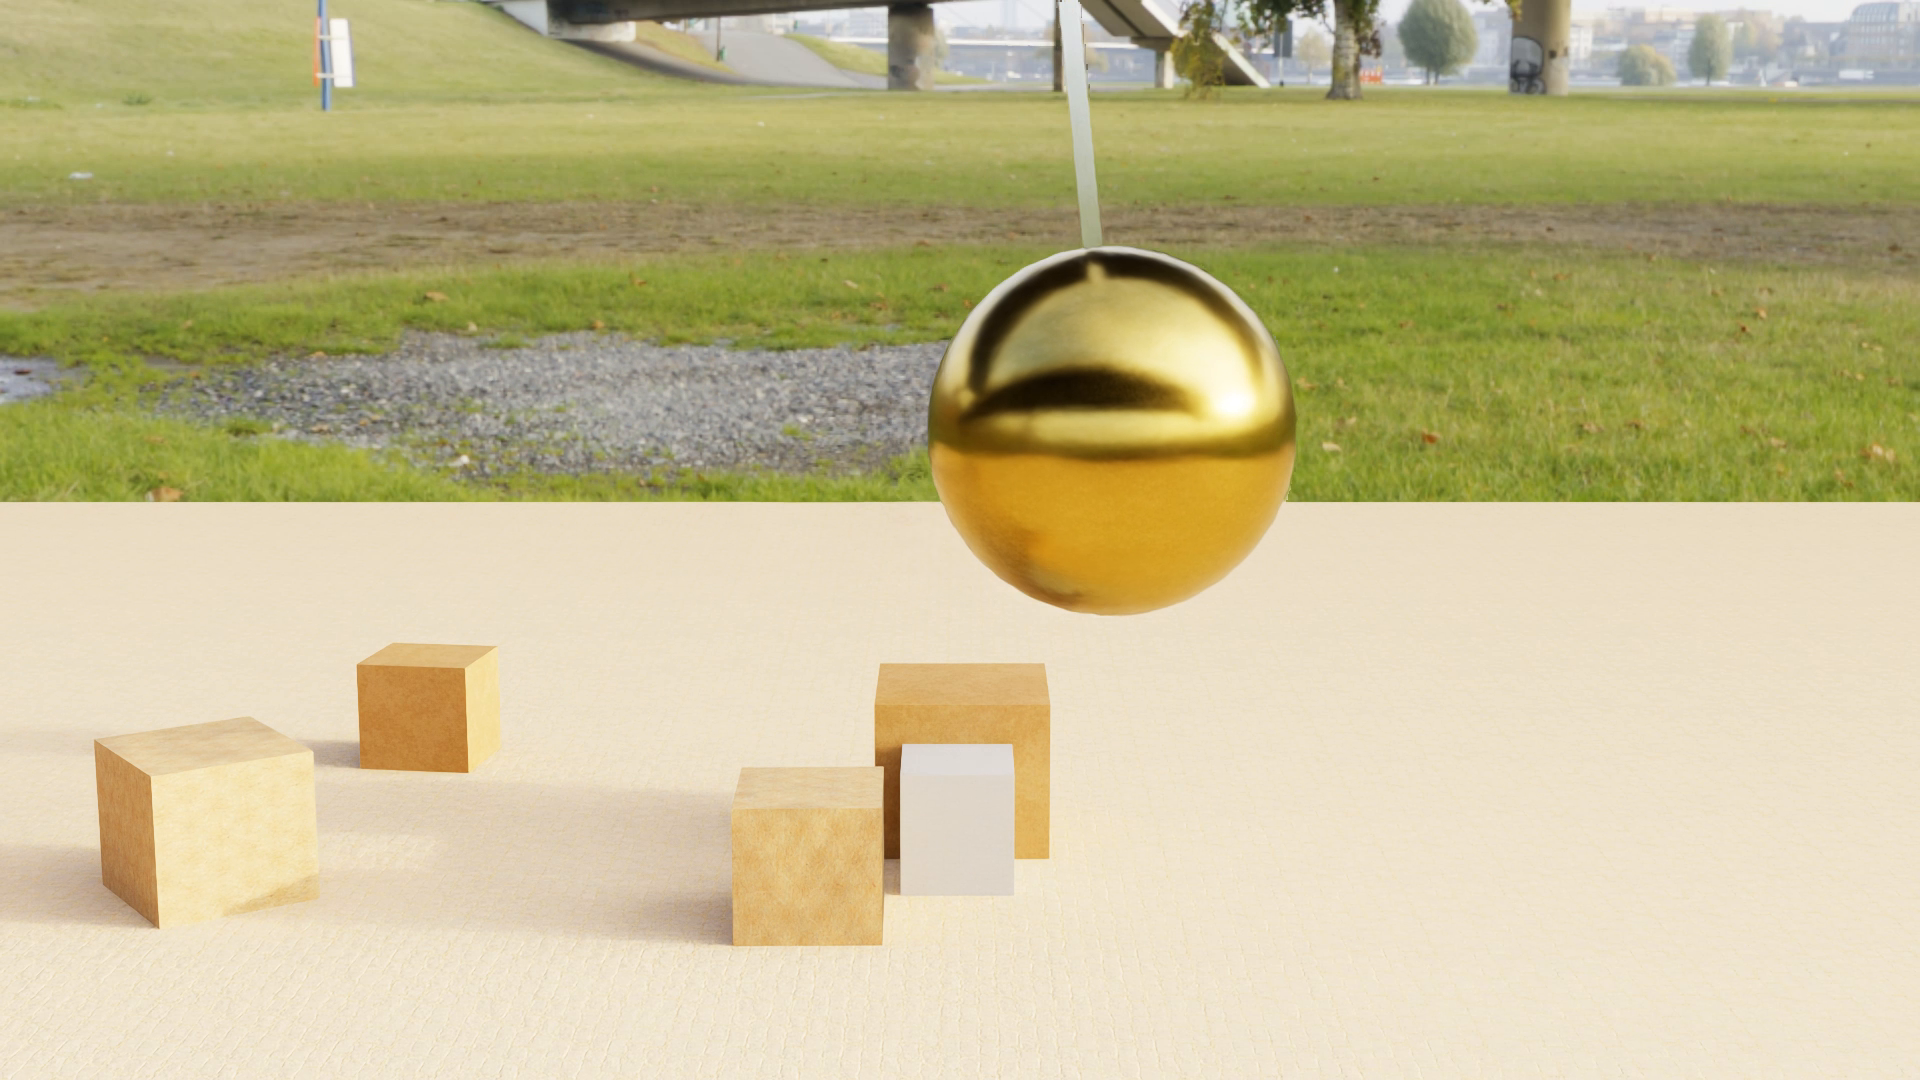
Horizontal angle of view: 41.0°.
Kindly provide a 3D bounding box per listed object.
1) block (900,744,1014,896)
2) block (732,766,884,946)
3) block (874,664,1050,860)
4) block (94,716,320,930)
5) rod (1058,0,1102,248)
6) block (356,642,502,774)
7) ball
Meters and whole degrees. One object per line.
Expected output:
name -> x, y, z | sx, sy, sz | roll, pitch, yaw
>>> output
block -> -0.011, 1.227, 11.307 | 0.491, 0.540, 0.517 | 0, 10, 0
block -> -0.625, 1.313, 10.721 | 0.608, 0.580, 0.635 | 0, 10, -1
block -> 0.011, 1.018, 11.961 | 0.789, 0.718, 0.826 | 0, 10, 0
block -> -3.260, 1.205, 11.100 | 0.697, 0.657, 0.742 | -7, 13, -35
rod -> 0.283, -3.795, 10.490 | 0.080, 5.200, 0.080 | -6, 10, 1
block -> -2.744, 0.863, 13.285 | 0.574, 0.548, 0.514 | 2, 10, 8
ball -> 0.654, -0.470, 11.095 | 1.600, 1.600, 1.600 | 0, 10, 0
